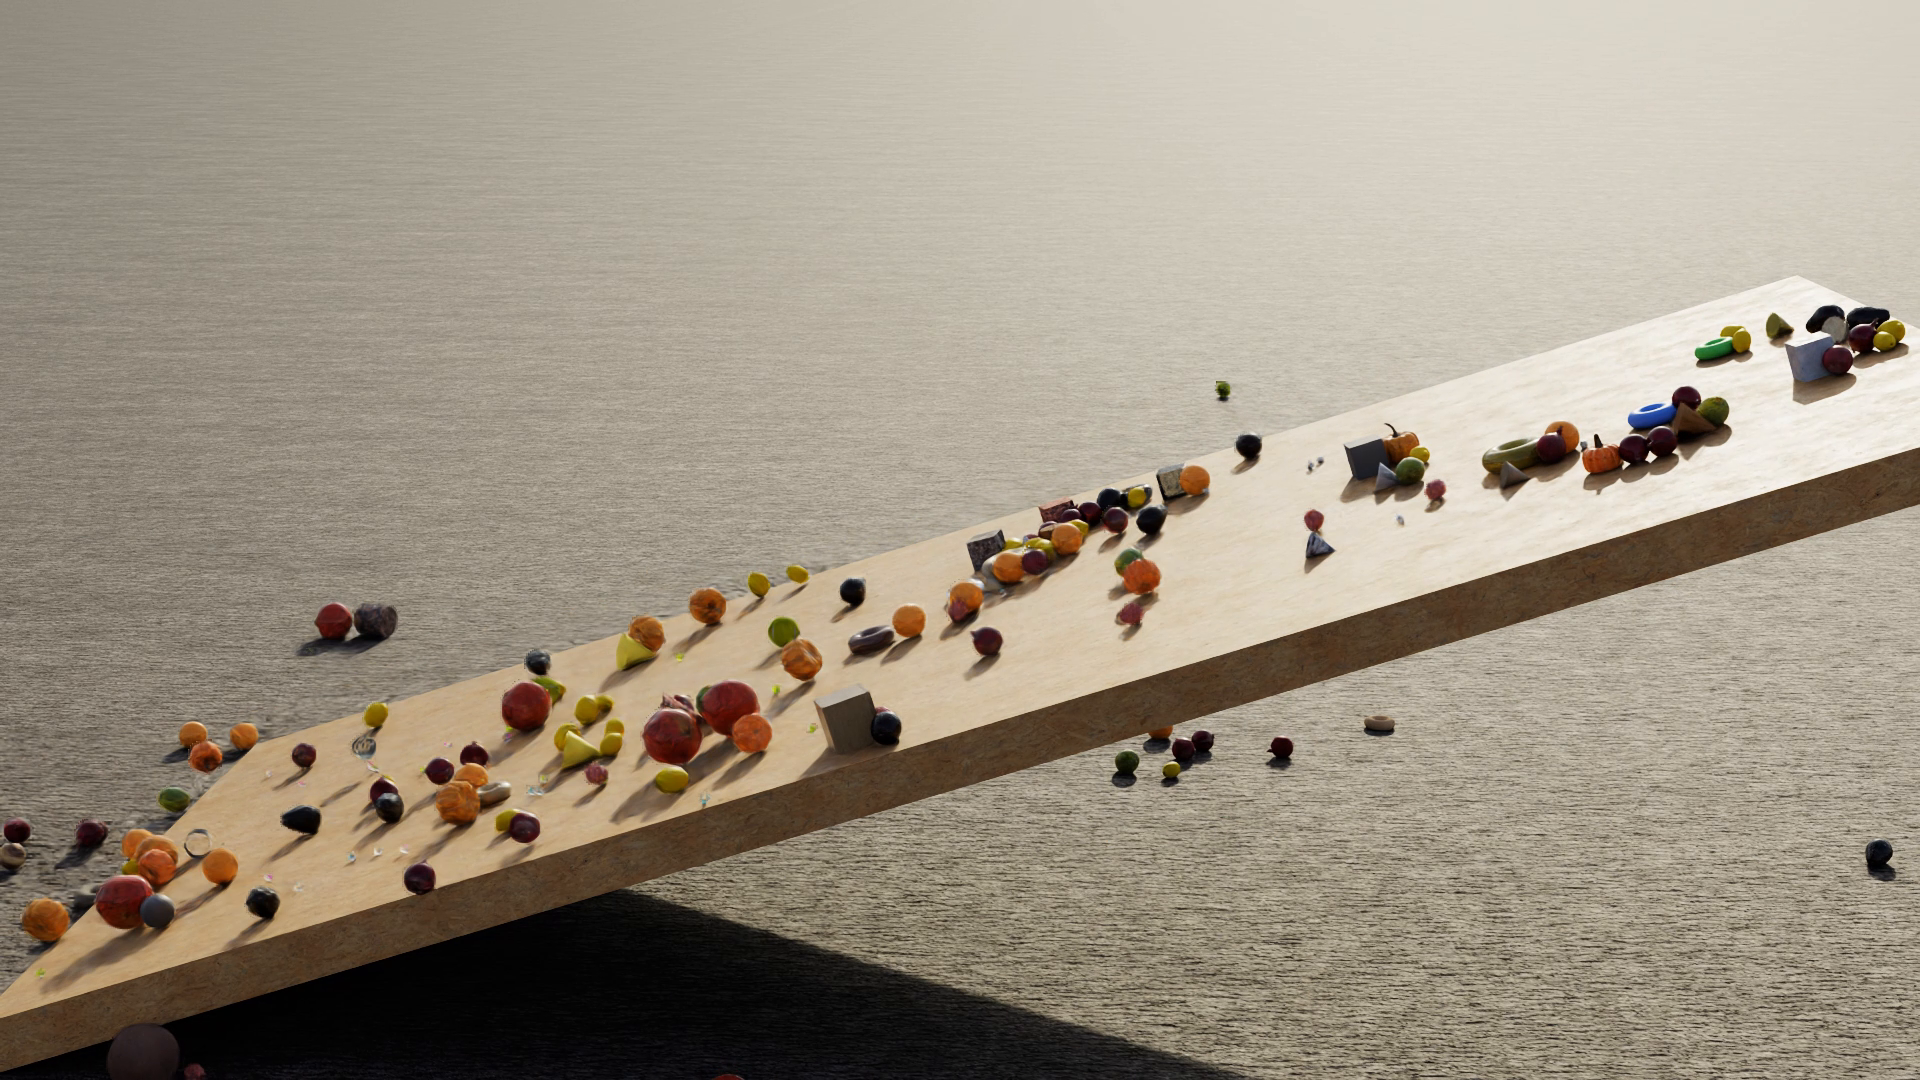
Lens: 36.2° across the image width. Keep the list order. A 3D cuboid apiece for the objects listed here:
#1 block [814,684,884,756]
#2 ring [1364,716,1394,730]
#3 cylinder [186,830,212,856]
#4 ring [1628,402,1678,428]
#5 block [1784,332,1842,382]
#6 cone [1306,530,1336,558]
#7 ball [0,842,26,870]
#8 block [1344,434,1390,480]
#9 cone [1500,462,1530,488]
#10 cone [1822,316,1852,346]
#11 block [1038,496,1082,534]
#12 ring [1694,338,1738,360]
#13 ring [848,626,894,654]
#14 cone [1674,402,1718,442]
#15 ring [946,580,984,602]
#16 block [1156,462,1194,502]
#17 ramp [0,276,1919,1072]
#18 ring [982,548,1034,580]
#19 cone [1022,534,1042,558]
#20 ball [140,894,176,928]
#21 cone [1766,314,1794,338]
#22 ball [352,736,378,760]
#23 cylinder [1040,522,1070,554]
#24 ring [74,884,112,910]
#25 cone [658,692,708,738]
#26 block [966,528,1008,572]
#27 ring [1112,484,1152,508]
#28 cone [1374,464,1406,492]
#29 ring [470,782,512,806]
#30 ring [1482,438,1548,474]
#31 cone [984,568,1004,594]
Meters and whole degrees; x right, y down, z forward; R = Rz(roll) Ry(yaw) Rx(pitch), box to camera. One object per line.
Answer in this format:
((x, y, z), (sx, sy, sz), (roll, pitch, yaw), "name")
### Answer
((-0.208, 0.334, 5.492), (0.094, 0.094, 0.094), (-20, 10, -10), "block")
((1.140, 0.497, 7.990), (0.084, 0.028, 0.084), (1, 11, 0), "ring")
((-1.641, 0.654, 6.341), (0.055, 0.055, 0.055), (-3, -3, -16), "cylinder")
((1.416, -0.255, 6.013), (0.102, 0.034, 0.102), (-16, 11, 3), "ring")
((1.732, -0.372, 5.975), (0.076, 0.076, 0.076), (-18, 10, 1), "block")
((0.716, 0.015, 5.802), (0.056, 0.056, 0.056), (14, 15, 17), "cone")
((-2.179, 0.726, 6.759), (0.063, 0.063, 0.063), (0, 11, 0), "ball")
((0.887, -0.181, 6.408), (0.074, 0.074, 0.074), (-18, 10, 0), "block")
((1.113, -0.126, 5.873), (0.056, 0.056, 0.056), (8, 11, -5), "cone")
((1.868, -0.437, 6.222), (0.064, 0.064, 0.064), (7, 5, -34), "cone")
((0.232, -0.053, 6.852), (0.071, 0.071, 0.071), (-19, 10, -7), "block")
((1.665, -0.422, 6.477), (0.094, 0.031, 0.094), (-18, 9, 3), "ring")
((-0.188, 0.212, 6.273), (0.104, 0.035, 0.104), (-17, 11, 4), "ring")
((1.452, -0.225, 5.786), (0.080, 0.080, 0.080), (11, 13, 7), "cone")
((0.012, 0.112, 6.475), (0.088, 0.029, 0.088), (-18, 11, 4), "ring")
((0.500, -0.136, 6.851), (0.065, 0.065, 0.065), (-15, 11, 14), "block")
((0.098, 0.184, 6.313), (4.000, 0.100, 2.000), (-17, 10, 5), "ramp")
((0.108, 0.053, 6.587), (0.124, 0.041, 0.124), (-18, 11, 4), "ring")
((0.154, 0.013, 6.680), (0.056, 0.056, 0.056), (-17, 10, 3), "cone")
((-1.583, 0.732, 5.804), (0.068, 0.068, 0.068), (0, 11, 0), "ball")
((1.815, -0.467, 6.477), (0.057, 0.057, 0.057), (7, 9, -16), "cone")
((-1.348, 0.471, 6.659), (0.055, 0.055, 0.055), (0, 11, 0), "ball")
((0.216, -0.003, 6.661), (0.055, 0.055, 0.055), (-17, 10, 3), "cylinder")
((-1.909, 0.790, 6.513), (0.106, 0.035, 0.106), (-1, 12, 0), "ring")
((-0.569, 0.368, 6.067), (0.099, 0.099, 0.099), (8, 10, -8), "cone")
((0.065, 0.023, 6.738), (0.069, 0.069, 0.069), (-14, 11, 19), "block")
((0.405, -0.104, 6.931), (0.103, 0.034, 0.103), (-18, 9, 3), "ring")
((0.912, -0.127, 6.206), (0.063, 0.063, 0.063), (11, 13, 7), "cone")
((-0.955, 0.517, 5.981), (0.090, 0.030, 0.090), (-17, 11, 3), "ring")
((1.137, -0.174, 6.024), (0.140, 0.047, 0.140), (-17, 9, 3), "ring")
((0.068, 0.084, 6.465), (0.051, 0.051, 0.051), (-17, 10, 3), "cone")
